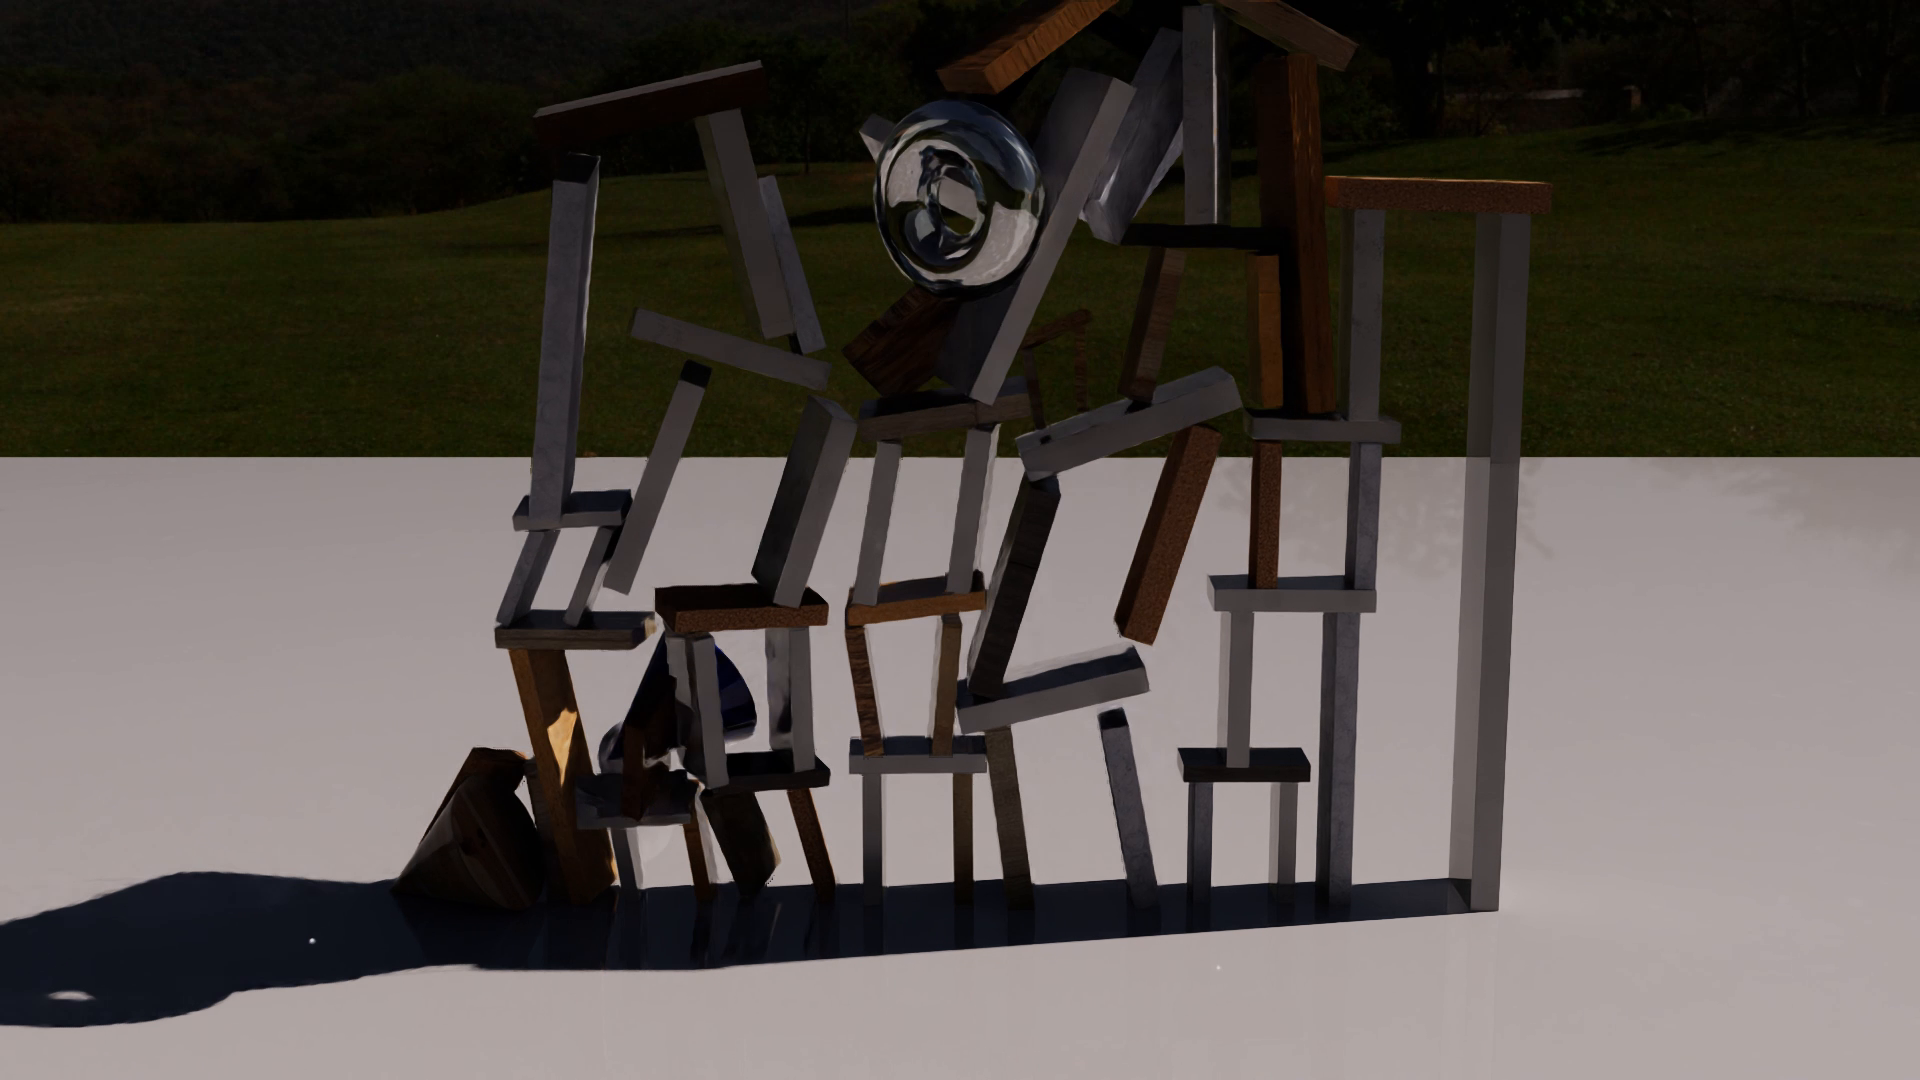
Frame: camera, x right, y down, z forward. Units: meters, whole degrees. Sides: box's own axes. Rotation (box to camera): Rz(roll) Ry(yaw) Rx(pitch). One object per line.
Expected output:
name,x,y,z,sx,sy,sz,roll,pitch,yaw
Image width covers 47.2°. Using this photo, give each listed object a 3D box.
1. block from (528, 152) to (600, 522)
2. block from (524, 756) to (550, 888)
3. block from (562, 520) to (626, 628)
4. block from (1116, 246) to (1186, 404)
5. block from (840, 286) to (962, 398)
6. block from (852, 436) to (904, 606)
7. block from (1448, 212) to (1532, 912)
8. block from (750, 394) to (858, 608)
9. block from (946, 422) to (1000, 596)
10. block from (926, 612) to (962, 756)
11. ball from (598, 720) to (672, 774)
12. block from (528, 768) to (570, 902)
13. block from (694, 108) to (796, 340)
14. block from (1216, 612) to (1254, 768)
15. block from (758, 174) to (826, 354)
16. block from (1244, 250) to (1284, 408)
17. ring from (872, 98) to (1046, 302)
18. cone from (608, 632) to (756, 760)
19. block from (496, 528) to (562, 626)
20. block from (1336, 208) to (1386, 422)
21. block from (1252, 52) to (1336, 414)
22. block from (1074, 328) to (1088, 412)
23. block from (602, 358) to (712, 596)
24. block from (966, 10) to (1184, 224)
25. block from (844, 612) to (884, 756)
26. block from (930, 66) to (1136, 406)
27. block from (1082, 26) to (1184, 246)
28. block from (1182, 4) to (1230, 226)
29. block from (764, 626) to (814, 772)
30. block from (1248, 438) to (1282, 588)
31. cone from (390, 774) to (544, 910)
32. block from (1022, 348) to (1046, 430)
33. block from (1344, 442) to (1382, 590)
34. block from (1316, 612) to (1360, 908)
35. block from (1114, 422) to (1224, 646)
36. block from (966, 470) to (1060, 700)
block,-0.612,-0.311,3.398,0.049,0.542,0.171,7,23,-5
block,-0.687,0.468,3.726,0.031,0.218,0.109,-8,9,8
block,-0.587,0.047,3.535,0.025,0.174,0.087,23,16,0
block,0.300,-0.339,3.451,0.034,0.238,0.119,12,7,-8
block,-0.021,-0.363,3.492,0.138,0.334,0.039,45,6,-48
block,-0.129,-0.042,3.484,0.037,0.265,0.132,9,16,-2
block,0.855,0.037,3.564,0.046,1.126,0.163,0,11,0
block,-0.248,-0.063,3.482,0.044,0.310,0.155,15,12,-22
block,0.022,-0.061,3.466,0.037,0.265,0.132,9,18,5
block,-0.026,0.229,3.572,0.031,0.220,0.110,4,11,-6
ball,-0.626,0.414,4.229,0.141,0.141,0.141,0,11,0
block,-0.663,0.479,3.666,0.031,0.218,0.109,-8,9,13
block,-0.330,-0.486,3.349,0.049,0.343,0.171,-16,16,-11
block,0.450,0.230,3.602,0.037,0.258,0.129,0,10,-1
block,-0.276,-0.428,3.440,0.039,0.275,0.138,-18,8,-9
block,0.483,-0.337,3.496,0.034,0.238,0.119,-4,11,-1
ring,-0.004,-0.504,3.277,0.302,0.302,0.101,8,19,38
cone,-0.498,0.300,3.624,0.230,0.230,0.230,10,37,43
block,-0.695,0.049,3.555,0.025,0.174,0.087,26,17,4
block,0.636,-0.361,3.496,0.046,0.327,0.163,0,10,3
block,0.528,-0.482,3.486,0.047,0.552,0.164,-6,8,-11
block,0.190,-0.267,3.453,0.018,0.125,0.063,-2,-3,5
block,-0.476,-0.101,3.465,0.044,0.354,0.155,21,14,-8
block,0.210,-0.711,3.661,0.260,0.260,0.260,36,-1,19
block,-0.155,0.228,3.575,0.031,0.220,0.110,-8,18,0
block,0.108,-0.465,3.351,0.043,0.518,0.152,21,8,-28
block,0.278,-0.626,3.415,0.043,0.303,0.152,23,-12,22
block,0.384,-0.655,3.422,0.047,0.329,0.164,0,7,16
block,-0.278,0.238,3.580,0.035,0.249,0.125,-8,18,-22
block,0.493,-0.048,3.550,0.033,0.235,0.117,1,11,1
cone,-0.855,0.541,3.644,0.235,0.235,0.235,-25,2,19
block,0.117,-0.238,3.477,0.018,0.125,0.063,-10,0,3
block,0.650,-0.047,3.543,0.033,0.235,0.117,1,11,2
block,0.621,0.347,3.622,0.037,0.495,0.129,0,11,0
block,0.330,-0.018,3.505,0.049,0.349,0.175,17,7,-3
block,0.084,0.065,3.553,0.049,0.349,0.175,16,14,-4
